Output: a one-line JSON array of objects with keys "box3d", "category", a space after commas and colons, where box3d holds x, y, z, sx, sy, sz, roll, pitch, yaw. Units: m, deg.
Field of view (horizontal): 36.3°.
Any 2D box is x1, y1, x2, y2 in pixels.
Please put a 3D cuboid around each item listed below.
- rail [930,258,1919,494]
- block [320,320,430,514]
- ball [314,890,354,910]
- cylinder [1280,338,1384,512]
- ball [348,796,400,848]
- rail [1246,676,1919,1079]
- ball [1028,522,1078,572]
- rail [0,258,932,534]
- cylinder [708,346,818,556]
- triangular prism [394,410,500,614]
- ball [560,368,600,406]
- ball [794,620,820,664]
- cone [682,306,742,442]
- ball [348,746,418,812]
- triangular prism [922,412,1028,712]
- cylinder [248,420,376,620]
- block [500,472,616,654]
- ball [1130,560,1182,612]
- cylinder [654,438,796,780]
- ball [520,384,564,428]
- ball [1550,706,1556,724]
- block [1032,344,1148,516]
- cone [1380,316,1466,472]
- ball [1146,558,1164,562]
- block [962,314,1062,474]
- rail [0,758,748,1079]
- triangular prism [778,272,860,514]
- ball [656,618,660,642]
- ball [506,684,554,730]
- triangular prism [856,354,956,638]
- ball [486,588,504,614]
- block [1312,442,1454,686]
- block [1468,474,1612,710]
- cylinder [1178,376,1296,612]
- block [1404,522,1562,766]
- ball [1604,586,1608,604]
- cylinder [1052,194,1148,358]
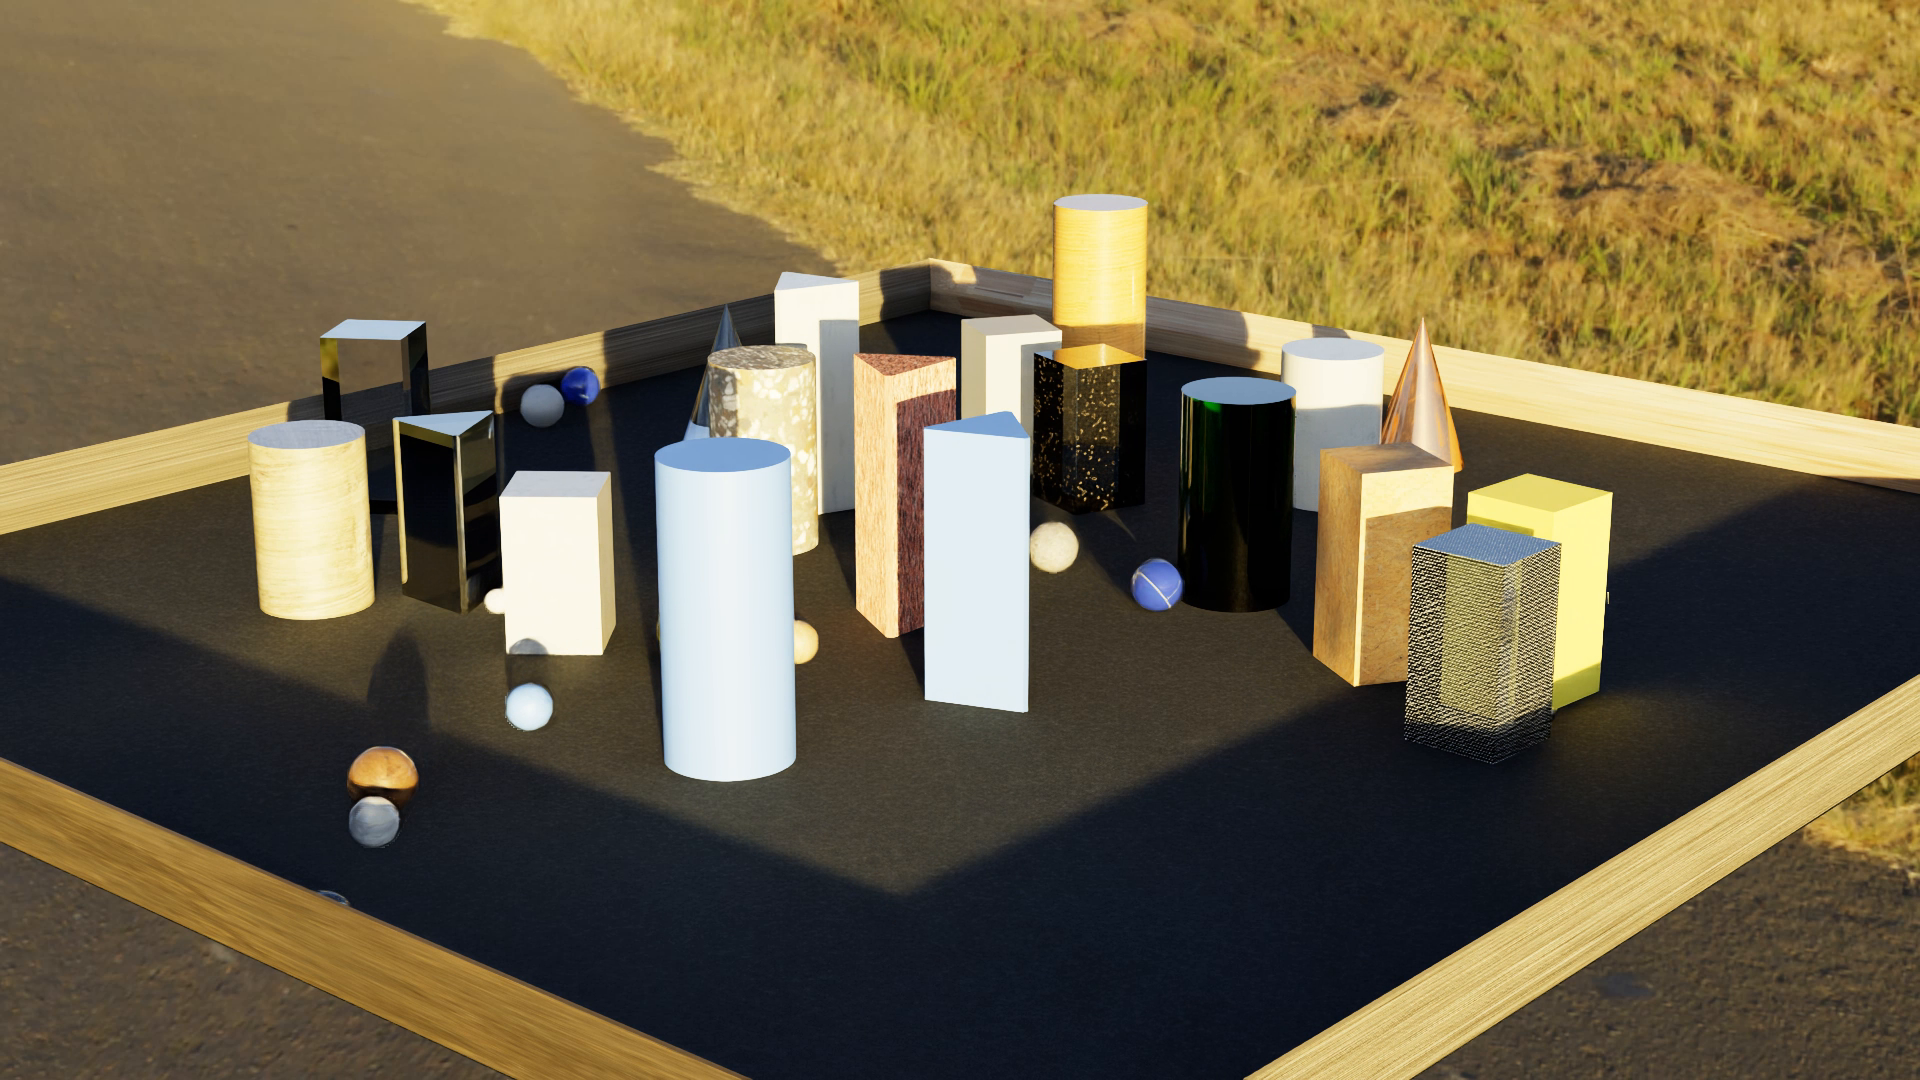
[{"box3d": [1.113, -0.338, 6.347, 3.191, 0.128, 0.045, 14, 22, 39], "category": "rail"}, {"box3d": [-1.119, -0.237, 5.644, 0.158, 0.344, 0.158, 2, 17, 7], "category": "block"}, {"box3d": [-0.803, 0.484, 3.712, 0.078, 0.078, 0.078, 0, 17, 0], "category": "ball"}, {"box3d": [0.717, -0.224, 5.679, 0.197, 0.299, 0.197, 0, 17, 0], "category": "cylinder"}, {"box3d": [-0.808, 0.388, 4.042, 0.071, 0.071, 0.071, 0, 17, 0], "category": "ball"}, {"box3d": [1.187, 0.329, 4.133, 0.045, 0.128, 3.442, 14, 22, 39], "category": "rail"}, {"box3d": [0.166, 0.012, 5.253, 0.092, 0.092, 0.092, 0, 17, 0], "category": "ball"}, {"box3d": [-1.187, -0.265, 6.107, 0.045, 0.128, 3.442, 14, 22, 39], "category": "rail"}, {"box3d": [-0.361, -0.164, 5.387, 0.197, 0.351, 0.197, 0, 17, 0], "category": "cylinder"}, {"box3d": [-0.863, -0.057, 5.091, 0.171, 0.317, 0.148, 15, 22, 40], "category": "triangular prism"}, {"box3d": [-0.832, -0.335, 6.416, 0.085, 0.085, 0.085, 0, 17, 0], "category": "ball"}, {"box3d": [-0.265, 0.166, 4.777, 0.071, 0.071, 0.071, 0, 17, 0], "category": "ball"}, {"box3d": [-0.482, -0.347, 6.091, 0.197, 0.297, 0.197, 0, 17, 0], "category": "cone"}, {"box3d": [-0.816, 0.340, 4.152, 0.099, 0.099, 0.099, 0, 17, 0], "category": "ball"}, {"box3d": [0.049, 0.028, 4.596, 0.171, 0.440, 0.148, 6, 18, 20], "category": "triangular prism"}, {"box3d": [-1.117, -0.037, 5.053, 0.197, 0.301, 0.197, 0, 17, 0], "category": "cylinder"}, {"box3d": [-0.665, 0.037, 4.864, 0.158, 0.269, 0.158, 0, 17, 2], "category": "block"}, {"box3d": [0.338, 0.078, 5.038, 0.089, 0.089, 0.089, 0, 17, 0], "category": "ball"}, {"box3d": [-0.343, 0.100, 4.310, 0.197, 0.468, 0.197, 0, 17, 0], "category": "cylinder"}, {"box3d": [-0.890, -0.286, 6.240, 0.094, 0.094, 0.094, 0, 17, 0], "category": "ball"}, {"box3d": [0.888, 0.266, 4.488, 0.047, 0.047, 0.047, 0, 17, 0], "category": "ball"}, {"box3d": [0.250, -0.215, 5.670, 0.158, 0.287, 0.158, -9, 19, -28], "category": "block"}, {"box3d": [0.929, -0.303, 5.927, 0.197, 0.306, 0.197, 0, 17, 0], "category": "cone"}, {"box3d": [0.344, 0.061, 5.146, 0.060, 0.060, 0.060, 0, 17, 0], "category": "ball"}, {"box3d": [0.103, -0.291, 5.913, 0.158, 0.291, 0.158, -5, 18, -17], "category": "block"}, {"box3d": [-1.113, 0.402, 3.893, 3.191, 0.128, 0.045, 14, 22, 39], "category": "rail"}, {"box3d": [-0.301, -0.283, 5.621, 0.171, 0.444, 0.148, -9, 19, -27], "category": "triangular prism"}, {"box3d": [-0.461, 0.149, 4.823, 0.079, 0.079, 0.079, 0, 17, 0], "category": "ball"}, {"box3d": [-0.658, 0.255, 4.481, 0.072, 0.072, 0.072, 0, 17, 0], "category": "ball"}, {"box3d": [-0.119, -0.084, 4.953, 0.148, 0.450, 0.171, 14, 21, 38], "category": "triangular prism"}, {"box3d": [-0.792, 0.104, 5.030, 0.044, 0.044, 0.044, 0, 17, 0], "category": "ball"}, {"box3d": [0.680, 0.037, 4.721, 0.158, 0.351, 0.158, -5, 18, -17], "category": "block"}, {"box3d": [0.903, 0.083, 4.609, 0.158, 0.327, 0.158, -16, 23, -42], "category": "block"}, {"box3d": [0.478, -0.080, 5.079, 0.197, 0.369, 0.197, 0, 17, 0], "category": "cylinder"}, {"box3d": [0.785, 0.154, 4.407, 0.158, 0.309, 0.158, 15, 22, 40], "category": "block"}, {"box3d": [1.057, 0.088, 4.999, 0.092, 0.092, 0.092, 0, 17, 0], "category": "ball"}, {"box3d": [0.292, -0.471, 6.175, 0.197, 0.485, 0.197, 0, 17, 0], "category": "cylinder"}]
